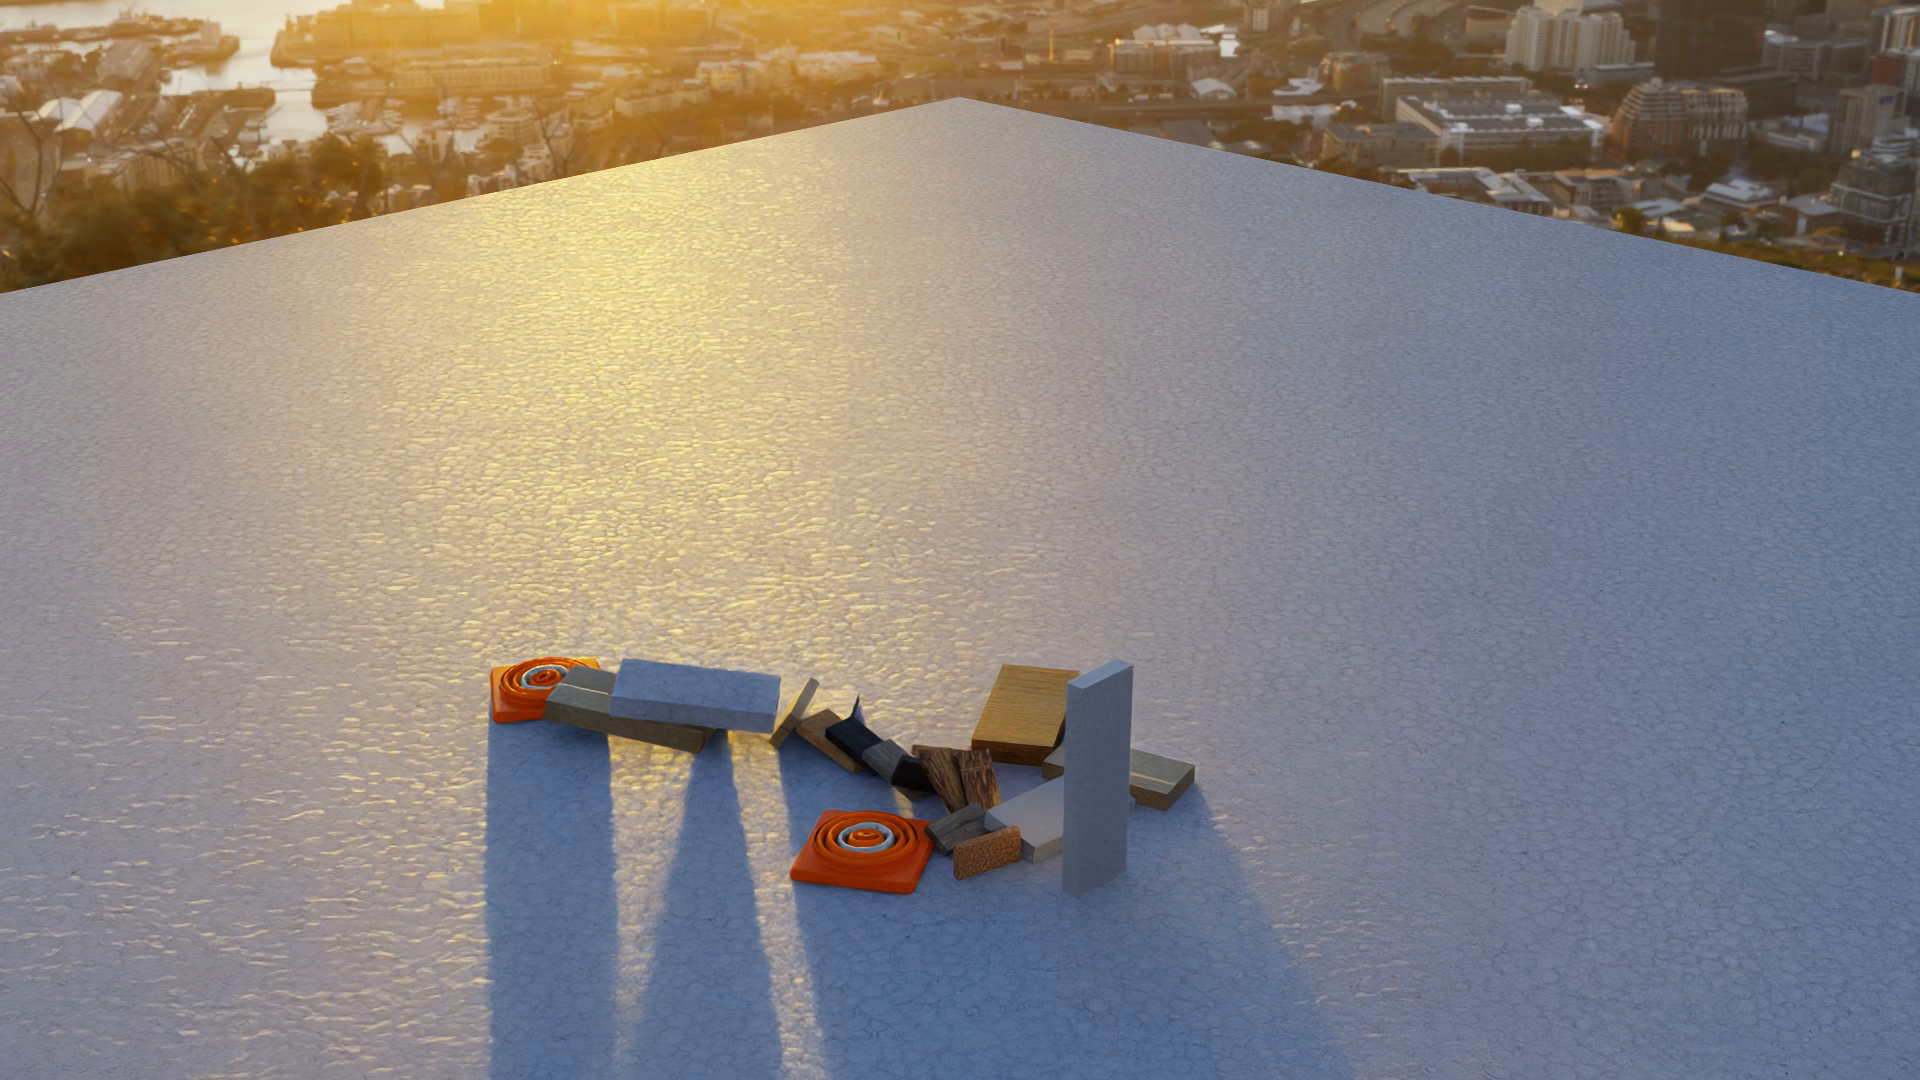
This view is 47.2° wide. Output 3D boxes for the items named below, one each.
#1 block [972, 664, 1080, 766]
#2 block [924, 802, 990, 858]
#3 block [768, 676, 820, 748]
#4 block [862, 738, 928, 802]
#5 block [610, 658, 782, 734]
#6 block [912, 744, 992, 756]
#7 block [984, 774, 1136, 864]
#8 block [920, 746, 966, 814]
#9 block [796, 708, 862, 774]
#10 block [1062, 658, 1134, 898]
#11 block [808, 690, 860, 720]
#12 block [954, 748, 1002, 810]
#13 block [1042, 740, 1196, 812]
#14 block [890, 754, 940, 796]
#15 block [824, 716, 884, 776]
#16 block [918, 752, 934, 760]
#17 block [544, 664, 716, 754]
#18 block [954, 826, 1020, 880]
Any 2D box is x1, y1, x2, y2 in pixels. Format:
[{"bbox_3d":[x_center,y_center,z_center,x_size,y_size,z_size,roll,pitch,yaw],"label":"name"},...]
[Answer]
[{"bbox_3d":[0.146,0.380,4.802,0.175,0.049,0.366,5,23,11],"label":"block"},{"bbox_3d":[0.002,0.571,4.348,0.140,0.020,0.070,-20,57,-41],"label":"block"},{"bbox_3d":[-0.359,0.373,4.769,0.025,0.090,0.179,36,25,-5],"label":"block"},{"bbox_3d":[-0.123,0.476,4.558,0.077,0.022,0.154,-21,47,-41],"label":"block"},{"bbox_3d":[-0.569,0.337,4.762,0.349,0.049,0.175,7,24,-3],"label":"block"},{"bbox_3d":[-0.018,0.451,4.624,0.154,0.022,0.077,5,-7,12],"label":"block"},{"bbox_3d":[0.201,0.545,4.394,0.283,0.040,0.141,-20,40,-38],"label":"block"},{"bbox_3d":[-0.018,0.492,4.452,0.066,0.132,0.019,-28,-10,-31],"label":"block"},{"bbox_3d":[-0.255,0.427,4.679,0.179,0.025,0.090,32,38,33],"label":"block"},{"bbox_3d":[0.258,0.449,4.136,0.040,0.442,0.141,22,31,41],"label":"block"},{"bbox_3d":[-0.280,0.382,4.827,0.090,0.025,0.179,3,23,6],"label":"block"},{"bbox_3d":[0.039,0.496,4.446,0.070,0.140,0.020,-7,-20,-17],"label":"block"},{"bbox_3d":[0.330,0.482,4.575,0.283,0.040,0.141,12,26,27],"label":"block"},{"bbox_3d":[-0.067,0.482,4.485,0.132,0.066,0.019,14,31,-17],"label":"block"},{"bbox_3d":[-0.204,0.434,4.630,0.154,0.022,0.077,36,40,29],"label":"block"},{"bbox_3d":[-0.033,0.460,4.558,0.066,0.019,0.132,4,-10,19],"label":"block"},{"bbox_3d":[-0.705,0.366,4.778,0.349,0.049,0.175,12,25,8],"label":"block"},{"bbox_3d":[0.053,0.604,4.248,0.139,0.070,0.020,-13,26,-28],"label":"block"}]
